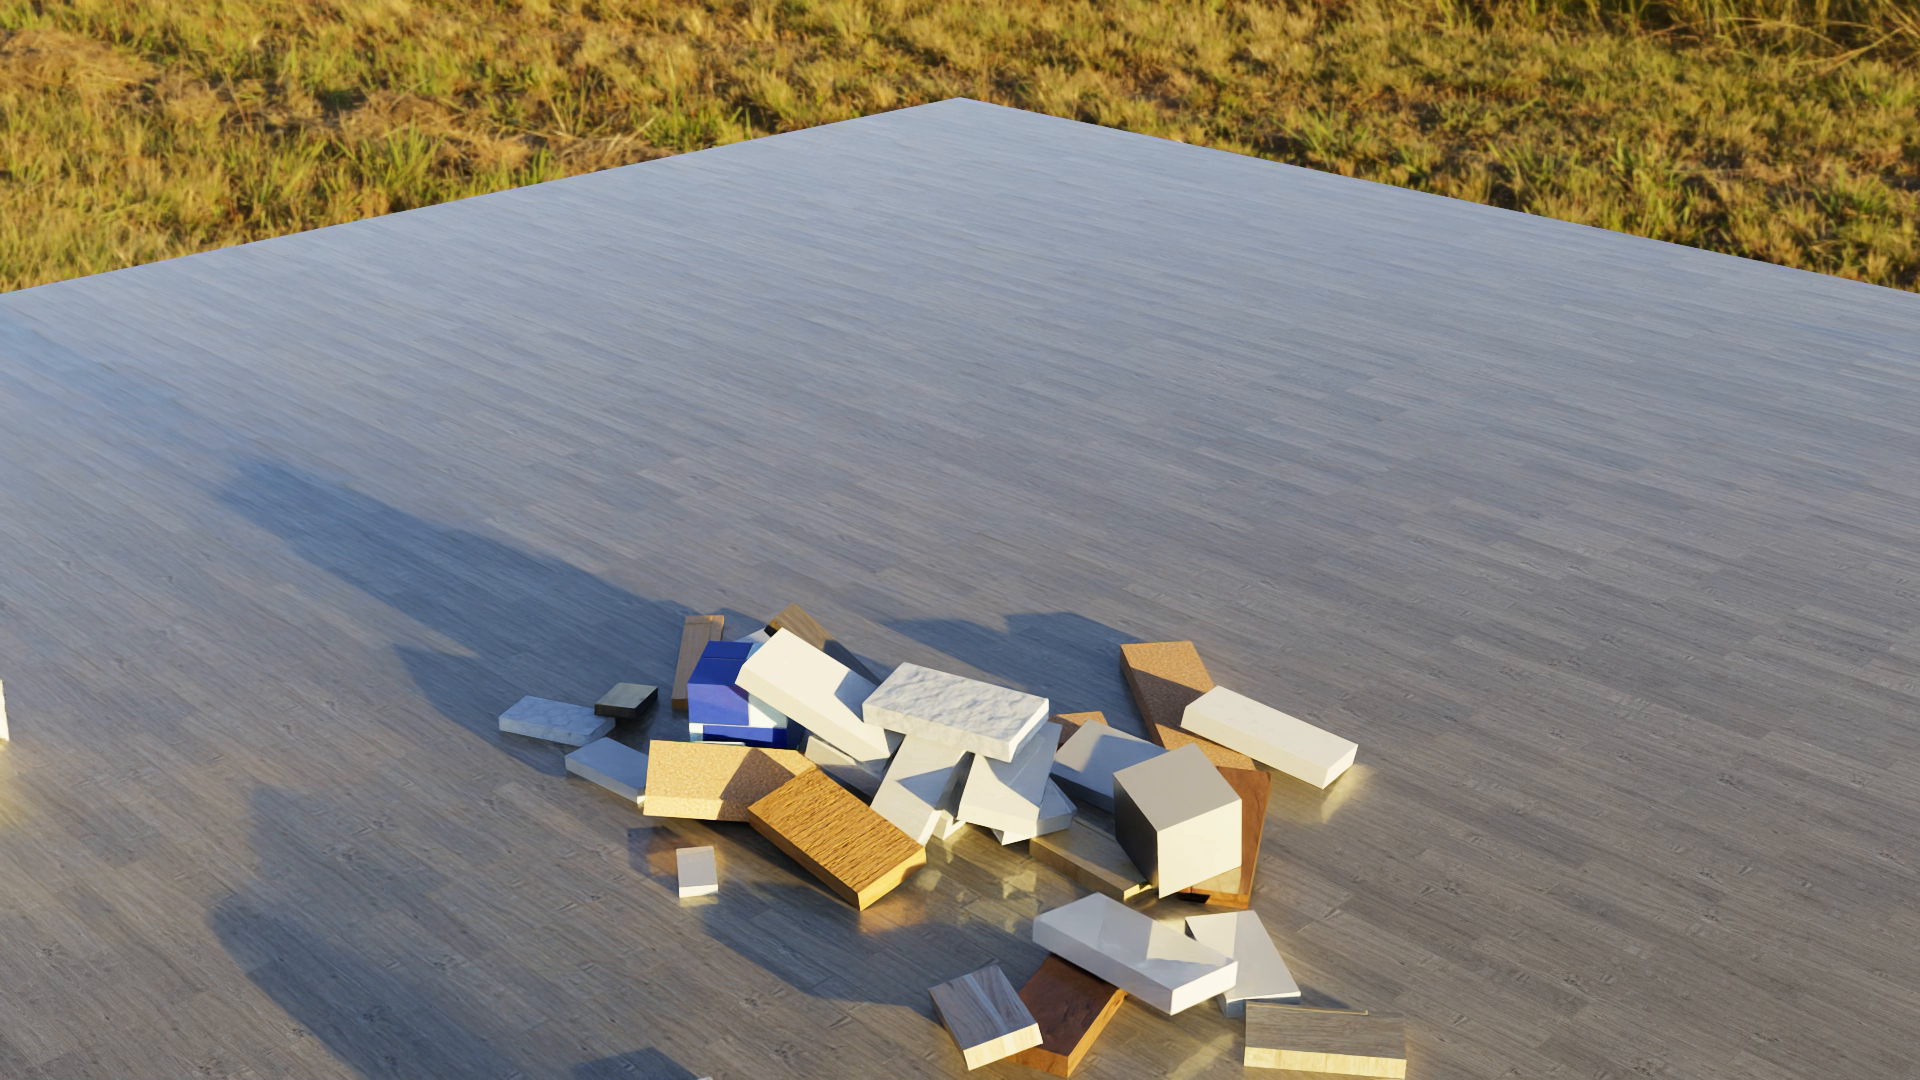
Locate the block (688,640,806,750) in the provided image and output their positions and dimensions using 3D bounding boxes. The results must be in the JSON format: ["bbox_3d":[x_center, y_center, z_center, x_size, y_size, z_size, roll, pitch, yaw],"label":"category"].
[{"bbox_3d":[-0.450,0.355,4.663,0.205,0.205,0.205,3,23,6],"label":"block"}]

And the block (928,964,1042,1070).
[{"bbox_3d":[0.040,0.804,3.723,0.129,0.037,0.258,-18,15,-10],"label":"block"}]

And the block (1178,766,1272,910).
[{"bbox_3d":[0.515,0.570,4.257,0.132,0.037,0.333,6,39,13],"label":"block"}]

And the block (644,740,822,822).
[{"bbox_3d":[-0.455,0.491,4.443,0.352,0.050,0.176,5,33,-7],"label":"block"}]

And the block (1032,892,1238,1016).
[{"bbox_3d":[0.306,0.726,3.882,0.167,0.047,0.334,-13,23,-41],"label":"block"}]

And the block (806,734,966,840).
[{"bbox_3d":[-0.122,0.470,4.484,0.352,0.050,0.176,28,33,24],"label":"block"}]

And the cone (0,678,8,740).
[{"bbox_3d":[-2.155,0.341,4.788,0.295,0.295,0.295,41,39,19],"label":"cone"}]

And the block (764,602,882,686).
[{"bbox_3d":[-0.237,0.298,4.687,0.404,0.037,0.129,42,22,2],"label":"block"}]

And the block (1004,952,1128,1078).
[{"bbox_3d":[0.177,0.809,3.799,0.149,0.042,0.299,11,25,24],"label":"block"}]

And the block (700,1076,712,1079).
[{"bbox_3d":[-0.463,0.917,3.572,0.144,0.020,0.072,-10,25,-21],"label":"block"}]

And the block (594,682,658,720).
[{"bbox_3d":[-0.734,0.354,4.844,0.090,0.025,0.180,6,12,7],"label":"block"}]

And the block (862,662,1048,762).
[{"bbox_3d":[-0.009,0.343,4.418,0.334,0.047,0.167,13,34,26],"label":"block"}]

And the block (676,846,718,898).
[{"bbox_3d":[-0.507,0.637,4.232,0.072,0.020,0.144,-4,23,-8],"label":"block"}]

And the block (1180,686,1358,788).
[{"bbox_3d":[0.651,0.412,4.636,0.332,0.047,0.166,23,23,25],"label":"block"}]

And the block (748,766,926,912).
[{"bbox_3d":[-0.240,0.573,4.252,0.167,0.047,0.334,-31,44,-31],"label":"block"}]

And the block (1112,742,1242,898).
[{"bbox_3d":[0.410,0.527,4.150,0.176,0.176,0.176,-19,40,-17],"label":"block"}]

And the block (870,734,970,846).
[{"bbox_3d":[-0.094,0.506,4.341,0.129,0.037,0.258,13,60,27],"label":"block"}]

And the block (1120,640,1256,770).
[{"bbox_3d":[0.491,0.381,4.803,0.166,0.047,0.627,-3,23,-6],"label":"block"}]

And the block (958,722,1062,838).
[{"bbox_3d":[0.101,0.457,4.348,0.149,0.042,0.299,13,36,6],"label":"block"}]

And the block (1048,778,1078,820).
[{"bbox_3d":[0.110,0.489,4.459,0.129,0.037,0.258,-9,39,-34],"label":"block"}]

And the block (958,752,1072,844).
[{"bbox_3d":[0.085,0.477,4.390,0.149,0.042,0.299,-11,40,-25],"label":"block"}]

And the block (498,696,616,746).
[{"bbox_3d":[-0.877,0.395,4.789,0.224,0.032,0.112,9,25,20],"label":"block"}]

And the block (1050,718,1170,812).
[{"bbox_3d":[0.349,0.484,4.494,0.332,0.047,0.166,19,48,37],"label":"block"}]

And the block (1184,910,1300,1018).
[{"bbox_3d":[0.502,0.755,3.932,0.132,0.037,0.265,-4,23,-10],"label":"block"}]

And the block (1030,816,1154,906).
[{"bbox_3d":[0.270,0.620,4.252,0.129,0.037,0.258,-19,30,-38],"label":"block"}]

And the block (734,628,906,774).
[{"bbox_3d":[-0.266,0.326,4.505,0.352,0.050,0.176,31,33,9],"label":"block"}]

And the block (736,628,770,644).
[{"bbox_3d":[-0.457,0.244,5.153,0.090,0.026,0.180,19,29,37],"label":"block"}]

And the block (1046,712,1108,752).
[{"bbox_3d":[0.191,0.423,4.716,0.258,0.037,0.129,-4,23,-10],"label":"block"}]

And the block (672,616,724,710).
[{"bbox_3d":[-0.603,0.278,5.074,0.090,0.026,0.436,-1,23,-2],"label":"block"}]

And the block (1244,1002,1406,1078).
[{"bbox_3d":[0.616,0.845,3.721,0.265,0.037,0.132,3,23,7],"label":"block"}]

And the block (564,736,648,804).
[{"bbox_3d":[-0.707,0.479,4.592,0.224,0.032,0.112,18,29,37],"label":"block"}]

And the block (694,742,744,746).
[{"bbox_3d":[-0.500,0.435,4.538,0.104,0.052,0.015,2,58,-15],"label":"block"}]
